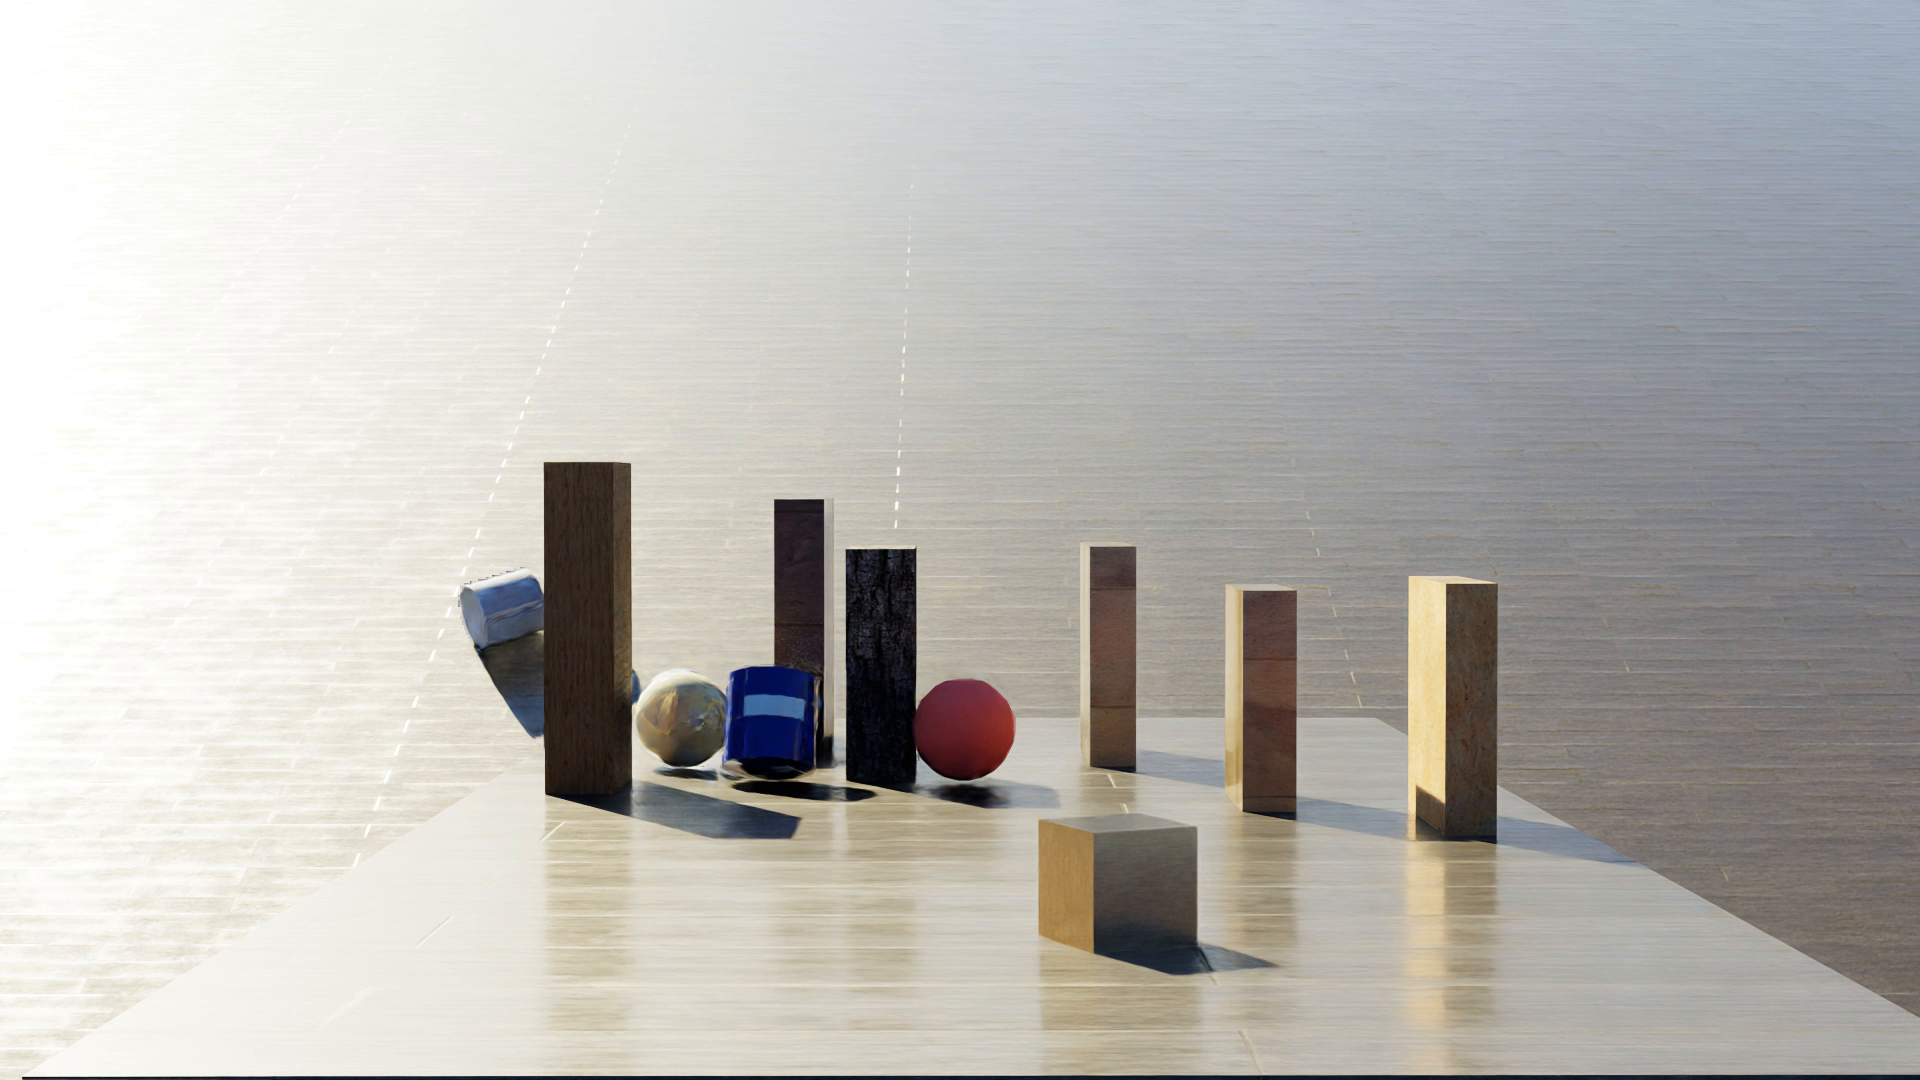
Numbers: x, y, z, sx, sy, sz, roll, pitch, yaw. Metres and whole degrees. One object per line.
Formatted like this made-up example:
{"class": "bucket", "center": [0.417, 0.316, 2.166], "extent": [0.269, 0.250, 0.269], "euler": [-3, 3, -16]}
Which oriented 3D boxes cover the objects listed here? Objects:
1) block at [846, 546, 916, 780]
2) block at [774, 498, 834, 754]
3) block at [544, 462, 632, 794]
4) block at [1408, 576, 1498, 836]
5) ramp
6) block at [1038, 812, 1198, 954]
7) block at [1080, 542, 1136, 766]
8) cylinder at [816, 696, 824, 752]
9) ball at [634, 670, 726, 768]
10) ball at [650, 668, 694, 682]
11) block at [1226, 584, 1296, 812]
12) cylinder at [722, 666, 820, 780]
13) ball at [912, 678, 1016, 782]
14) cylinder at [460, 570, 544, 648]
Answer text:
{"class": "block", "center": [-0.160, 0.247, 5.318], "extent": [0.138, 0.465, 0.300], "euler": [0, 1, 0]}
{"class": "block", "center": [-0.354, 0.187, 5.897], "extent": [0.110, 0.562, 0.445], "euler": [0, 1, 0]}
{"class": "block", "center": [-0.729, 0.166, 5.071], "extent": [0.133, 0.637, 0.272], "euler": [0, 1, 0]}
{"class": "block", "center": [0.861, 0.282, 4.524], "extent": [0.088, 0.426, 0.353], "euler": [0, 1, 0]}
{"class": "ramp", "center": [0.060, 0.544, 4.580], "extent": [2.000, 0.100, 4.000], "euler": [0, 1, 0]}
{"class": "block", "center": [0.204, 0.443, 3.354], "extent": [0.152, 0.152, 0.152], "euler": [-1, 1, -25]}
{"class": "block", "center": [0.322, 0.241, 5.639], "extent": [0.098, 0.463, 0.419], "euler": [0, 1, 0]}
{"class": "cylinder", "center": [-0.403, 0.394, 5.567], "extent": [0.162, 0.162, 0.162], "euler": [-1, 23, -31]}
{"class": "ball", "center": [-0.582, 0.376, 5.419], "extent": [0.203, 0.203, 0.203], "euler": [0, 27, 0]}
{"class": "ball", "center": [-0.641, 0.380, 5.900], "extent": [0.175, 0.175, 0.175], "euler": [0, 27, 0]}
{"class": "block", "center": [0.560, 0.289, 4.817], "extent": [0.098, 0.401, 0.300], "euler": [0, 1, 0]}
{"class": "cylinder", "center": [-0.375, 0.365, 5.121], "extent": [0.183, 0.183, 0.183], "euler": [1, 70, 2]}
{"class": "ball", "center": [0.007, 0.377, 5.141], "extent": [0.205, 0.205, 0.205], "euler": [0, 27, 0]}
{"class": "cylinder", "center": [-1.257, 0.188, 7.109], "extent": [0.177, 0.177, 0.177], "euler": [-17, 31, -29]}
